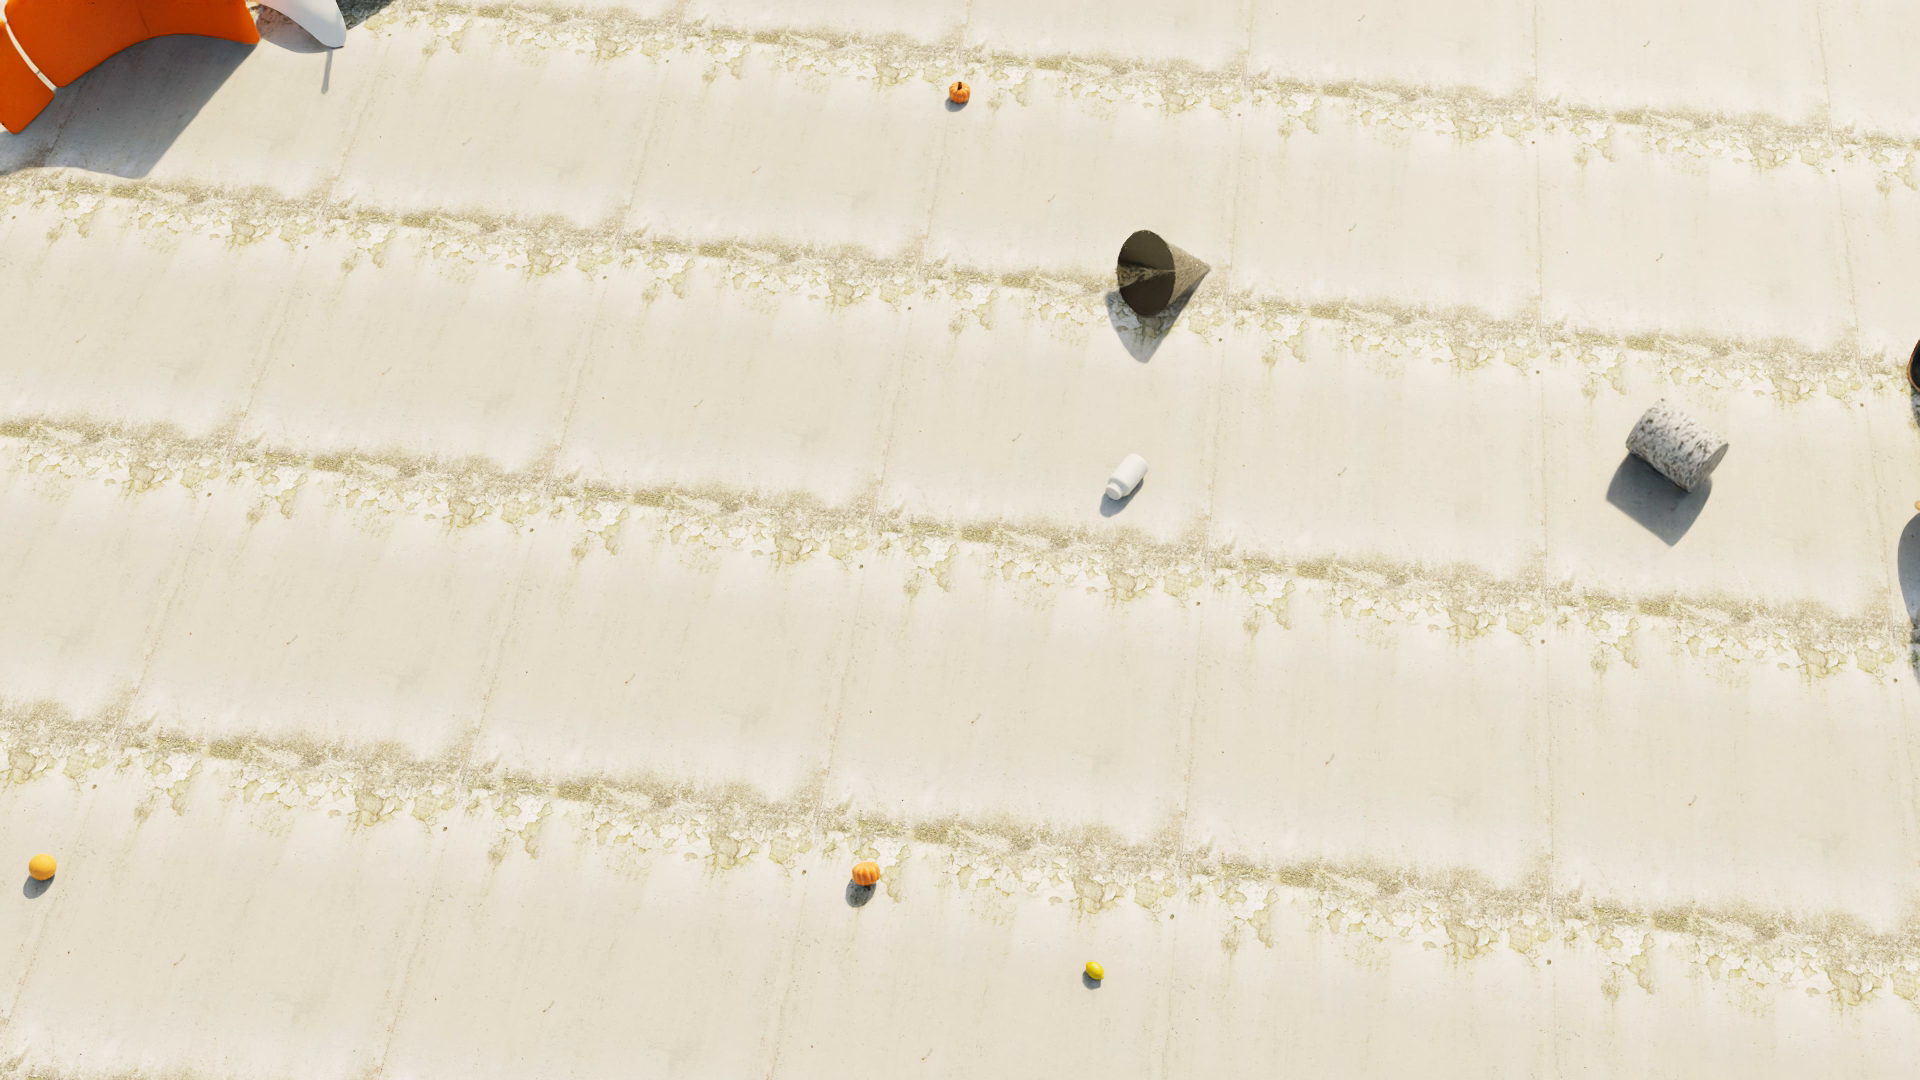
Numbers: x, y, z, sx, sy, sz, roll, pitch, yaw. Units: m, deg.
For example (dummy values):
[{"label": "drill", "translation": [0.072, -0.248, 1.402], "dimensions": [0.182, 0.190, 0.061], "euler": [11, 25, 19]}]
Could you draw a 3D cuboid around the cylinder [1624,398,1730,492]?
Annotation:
[{"label": "cylinder", "translation": [2.167, -0.286, 6.648], "dimensions": [0.232, 0.185, 0.211], "euler": [40, 27, 24]}]

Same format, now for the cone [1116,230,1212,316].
[{"label": "cone", "translation": [0.706, -0.871, 7.083], "dimensions": [0.297, 0.273, 0.271], "euler": [-11, 47, -37]}]
